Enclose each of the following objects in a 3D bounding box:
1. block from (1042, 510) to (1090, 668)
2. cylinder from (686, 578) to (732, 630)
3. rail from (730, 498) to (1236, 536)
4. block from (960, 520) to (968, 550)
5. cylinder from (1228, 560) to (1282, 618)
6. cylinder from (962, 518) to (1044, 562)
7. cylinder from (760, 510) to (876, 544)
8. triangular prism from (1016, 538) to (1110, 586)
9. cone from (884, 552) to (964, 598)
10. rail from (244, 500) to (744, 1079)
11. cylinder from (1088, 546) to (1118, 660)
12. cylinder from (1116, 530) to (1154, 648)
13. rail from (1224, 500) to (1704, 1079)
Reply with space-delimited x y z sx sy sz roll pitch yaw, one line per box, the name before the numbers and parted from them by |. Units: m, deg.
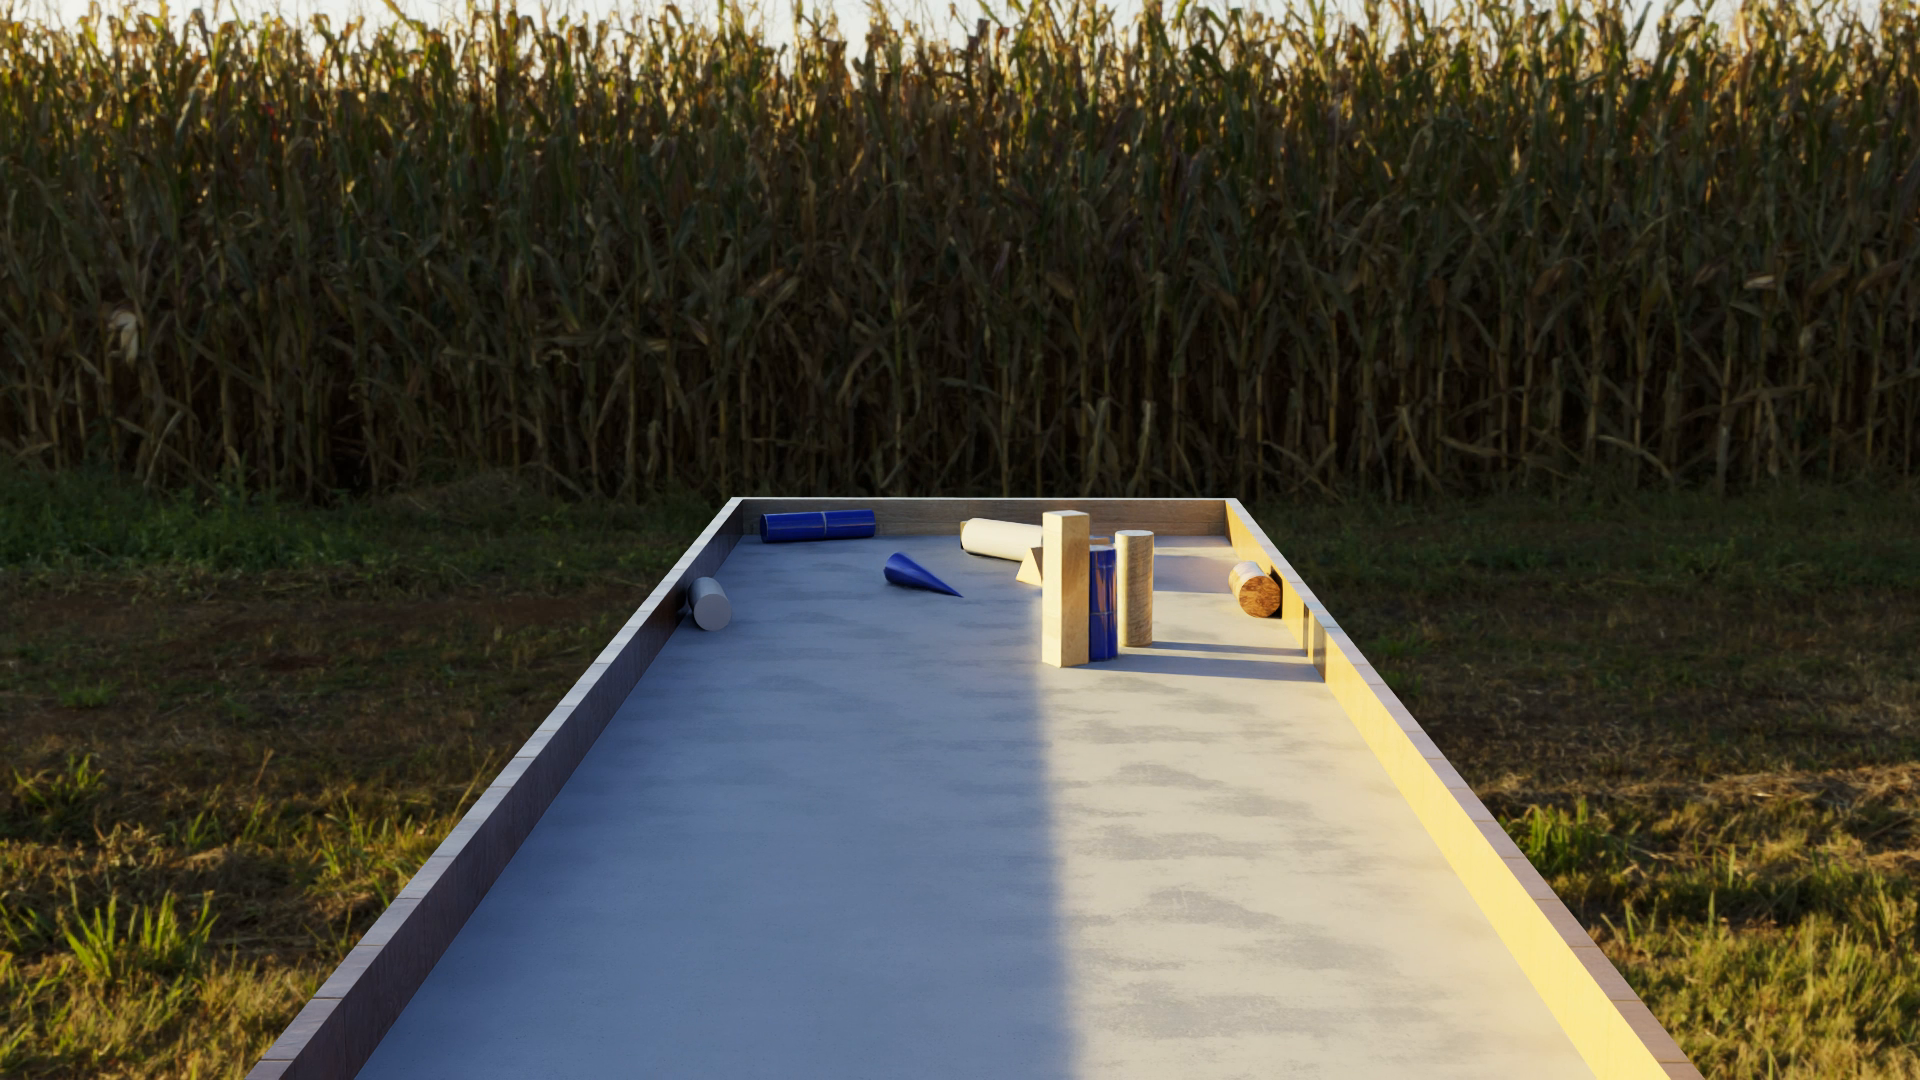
block | 0.319 0.146 6.624 0.101 0.456 0.101 -5 9 -30
cylinder | -0.833 0.210 7.292 0.123 0.123 0.322 -2 9 -11
rail | 0.099 -0.098 9.147 2.100 0.150 0.050 0 9 1
block | 0.209 -0.001 8.667 0.449 0.110 0.110 8 12 40
cylinder | 1.005 0.167 7.505 0.142 0.142 0.308 0 9 0
cylinder | 0.203 0.006 8.501 0.389 0.147 0.147 8 12 40
cylinder | -0.582 -0.057 8.999 0.458 0.117 0.117 -3 10 -20
triangular prism | 0.403 0.072 8.118 0.386 0.130 0.150 -7 11 -38
cone | -0.107 0.152 7.864 0.116 0.116 0.375 -8 21 -41
rail | -1.004 0.839 3.234 0.050 0.150 12.000 0 9 1
cylinder | 0.408 0.190 6.728 0.147 0.333 0.147 -1 7 0
cylinder | 0.546 0.153 6.916 0.120 0.354 0.120 0 9 0
rail | 1.046 0.843 3.208 0.050 0.150 12.000 0 9 1
